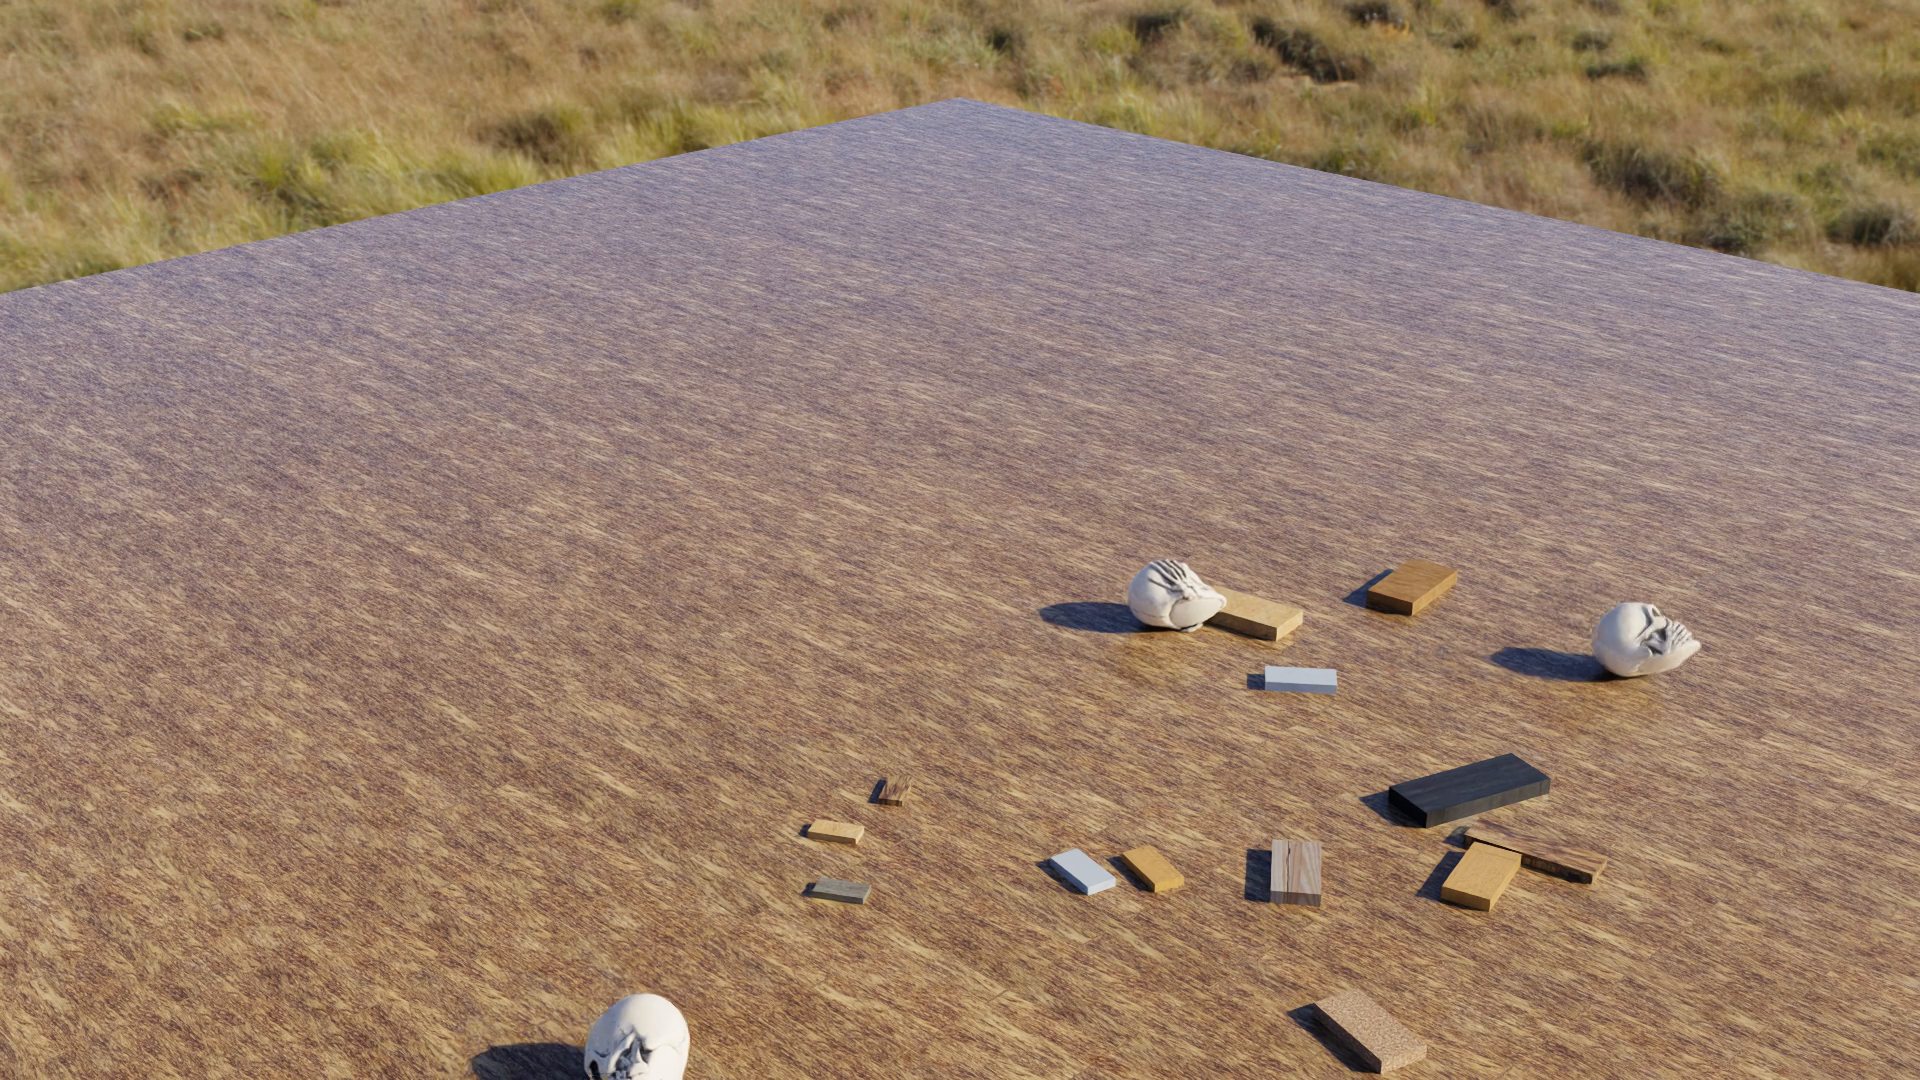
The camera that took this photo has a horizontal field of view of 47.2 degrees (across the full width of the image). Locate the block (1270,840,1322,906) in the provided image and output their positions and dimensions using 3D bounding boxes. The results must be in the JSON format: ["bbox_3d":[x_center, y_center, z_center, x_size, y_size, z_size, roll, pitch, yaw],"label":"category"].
[{"bbox_3d":[0.645,0.638,4.223,0.094,0.027,0.189,3,23,8],"label":"block"}]

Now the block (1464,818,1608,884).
[{"bbox_3d":[1.124,0.607,4.301,0.261,0.023,0.080,15,27,32],"label":"block"}]

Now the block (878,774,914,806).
[{"bbox_3d":[-0.131,0.516,4.527,0.050,0.014,0.101,5,23,11],"label":"block"}]

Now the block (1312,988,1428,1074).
[{"bbox_3d":[0.698,0.837,3.755,0.094,0.027,0.189,-12,26,-26],"label":"block"}]

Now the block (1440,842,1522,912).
[{"bbox_3d":[0.999,0.643,4.211,0.094,0.027,0.189,13,26,28],"label":"block"}]

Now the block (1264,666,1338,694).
[{"bbox_3d":[0.772,0.317,4.984,0.160,0.023,0.080,3,23,6],"label":"block"}]

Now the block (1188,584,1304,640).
[{"bbox_3d":[0.687,0.175,5.304,0.247,0.035,0.123,17,28,34],"label":"block"}]

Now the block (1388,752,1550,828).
[{"bbox_3d":[1.045,0.512,4.509,0.316,0.035,0.123,-11,25,-25],"label":"block"}]

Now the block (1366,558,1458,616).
[{"bbox_3d":[1.120,0.115,5.445,0.123,0.035,0.247,17,28,34],"label":"block"}]

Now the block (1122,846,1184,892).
[{"bbox_3d":[0.371,0.634,4.244,0.064,0.018,0.128,-11,25,-24],"label":"block"}]

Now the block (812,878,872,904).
[{"bbox_3d":[-0.224,0.666,4.173,0.101,0.014,0.050,6,24,14],"label":"block"}]

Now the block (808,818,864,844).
[{"bbox_3d":[-0.247,0.580,4.374,0.101,0.014,0.050,7,24,15],"label":"block"}]

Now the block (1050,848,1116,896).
[{"bbox_3d":[0.236,0.638,4.233,0.064,0.018,0.128,-14,27,-29],"label":"block"}]
